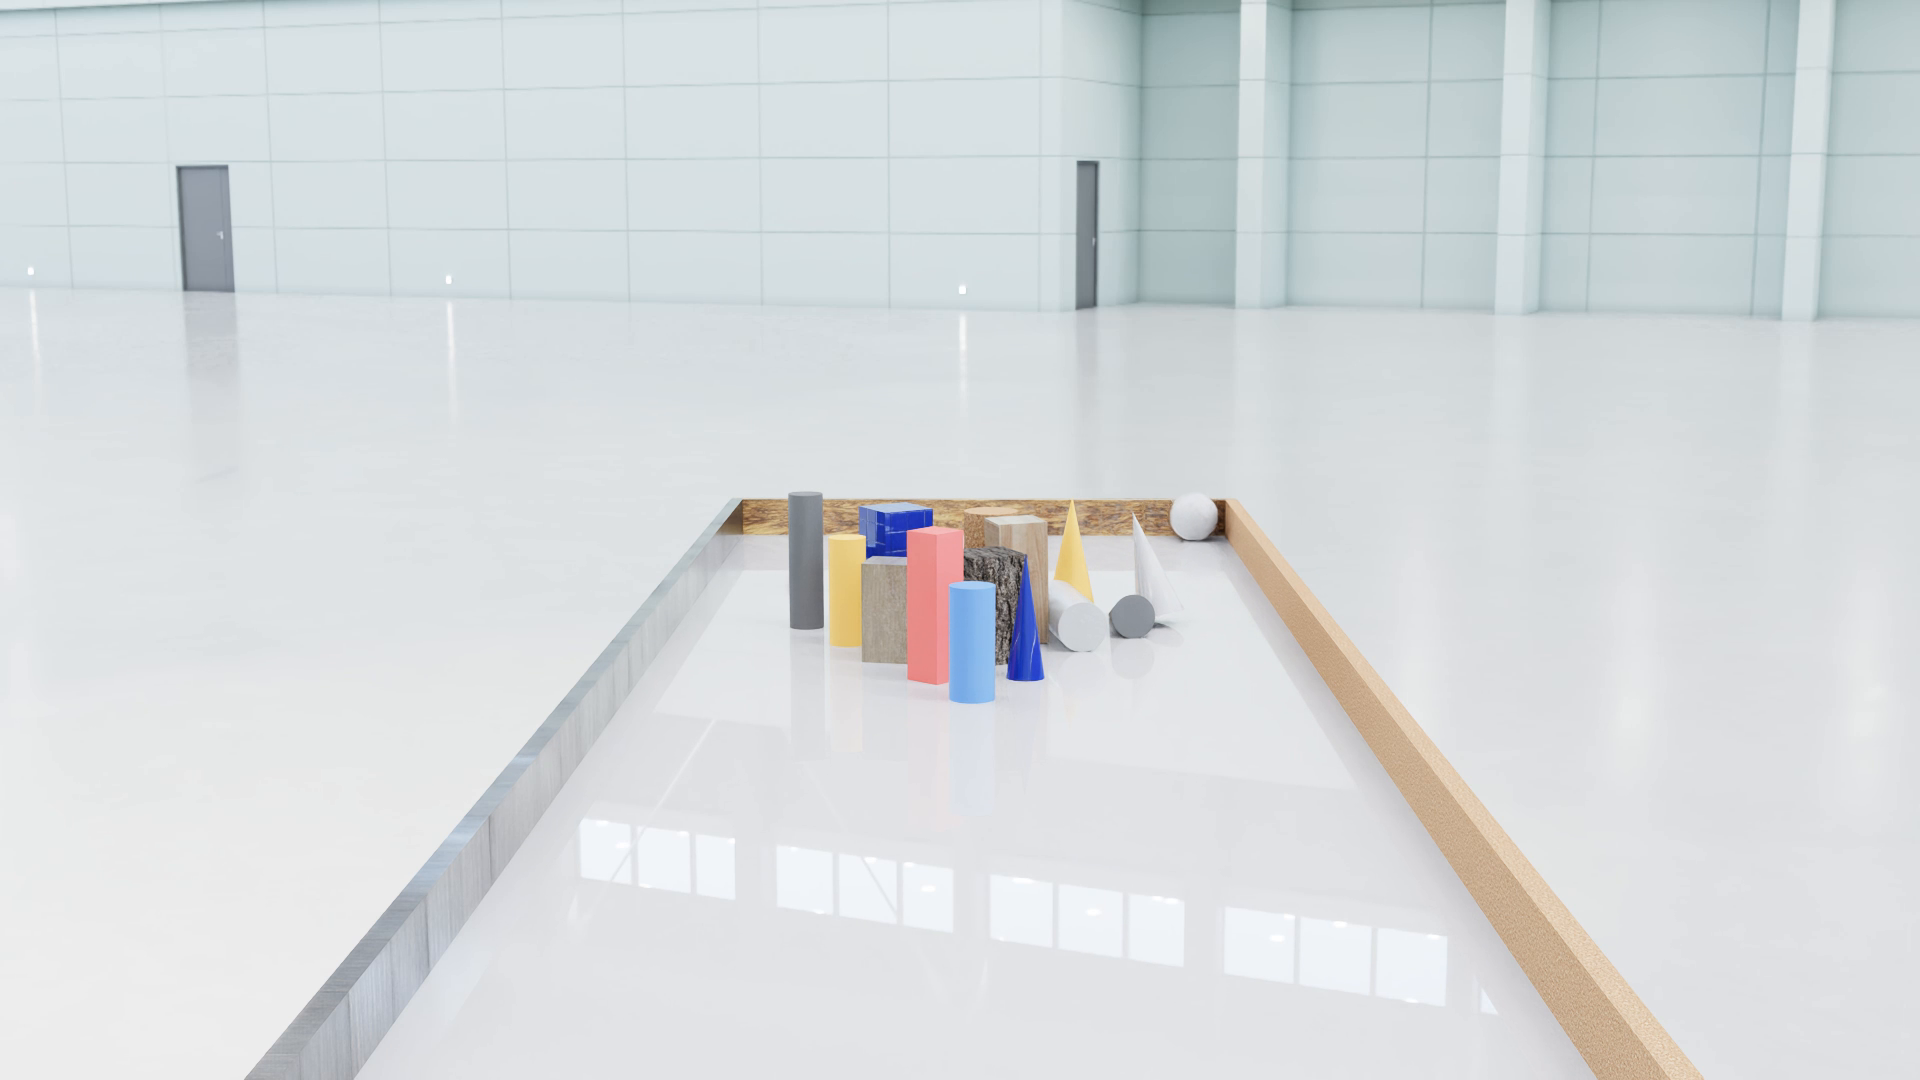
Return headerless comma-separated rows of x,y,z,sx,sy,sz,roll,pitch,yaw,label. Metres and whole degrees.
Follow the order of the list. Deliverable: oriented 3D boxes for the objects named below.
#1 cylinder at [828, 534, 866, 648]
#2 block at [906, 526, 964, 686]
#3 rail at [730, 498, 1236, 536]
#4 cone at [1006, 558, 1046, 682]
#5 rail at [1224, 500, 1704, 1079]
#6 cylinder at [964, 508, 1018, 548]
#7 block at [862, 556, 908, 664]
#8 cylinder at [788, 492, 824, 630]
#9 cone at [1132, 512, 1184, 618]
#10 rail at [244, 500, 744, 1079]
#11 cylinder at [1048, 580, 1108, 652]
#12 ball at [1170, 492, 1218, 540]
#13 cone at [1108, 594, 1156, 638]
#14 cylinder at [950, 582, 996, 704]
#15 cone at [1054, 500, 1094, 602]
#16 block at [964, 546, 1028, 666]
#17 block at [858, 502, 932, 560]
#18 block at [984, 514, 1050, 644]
-0.354,0.159,6.922,0.117,0.340,0.117,0,9,0,cylinder
-0.072,0.190,6.406,0.116,0.440,0.116,8,12,40,block
0.099,-0.098,9.147,2.100,0.150,0.050,0,9,1,rail
0.192,0.221,6.434,0.116,0.370,0.116,0,9,0,cone
1.046,0.843,3.208,0.050,0.150,12.000,0,9,1,rail
0.101,0.095,7.186,0.176,0.384,0.176,0,9,0,cylinder
-0.213,0.212,6.702,0.144,0.303,0.144,2,9,12,block
-0.502,0.067,7.183,0.113,0.440,0.113,0,9,0,cylinder
0.615,0.079,7.254,0.167,0.358,0.167,-14,-6,-2,cone
-1.004,0.839,3.234,0.050,0.150,12.000,0,9,1,rail
0.348,0.239,7.003,0.156,0.156,0.401,-1,9,-9,cylinder
0.956,-0.098,8.994,0.198,0.198,0.198,0,9,0,ball
0.528,0.246,7.233,0.141,0.141,0.423,-1,0,-7,cone
0.034,0.286,6.168,0.130,0.324,0.130,0,9,0,cylinder
0.373,0.055,7.352,0.175,0.409,0.175,0,9,0,cone
0.084,0.201,6.684,0.180,0.331,0.180,-4,10,-23,block
-0.209,0.089,7.183,0.177,0.395,0.177,-5,10,-31,block
0.180,0.127,6.967,0.159,0.386,0.159,-4,10,-16,block
